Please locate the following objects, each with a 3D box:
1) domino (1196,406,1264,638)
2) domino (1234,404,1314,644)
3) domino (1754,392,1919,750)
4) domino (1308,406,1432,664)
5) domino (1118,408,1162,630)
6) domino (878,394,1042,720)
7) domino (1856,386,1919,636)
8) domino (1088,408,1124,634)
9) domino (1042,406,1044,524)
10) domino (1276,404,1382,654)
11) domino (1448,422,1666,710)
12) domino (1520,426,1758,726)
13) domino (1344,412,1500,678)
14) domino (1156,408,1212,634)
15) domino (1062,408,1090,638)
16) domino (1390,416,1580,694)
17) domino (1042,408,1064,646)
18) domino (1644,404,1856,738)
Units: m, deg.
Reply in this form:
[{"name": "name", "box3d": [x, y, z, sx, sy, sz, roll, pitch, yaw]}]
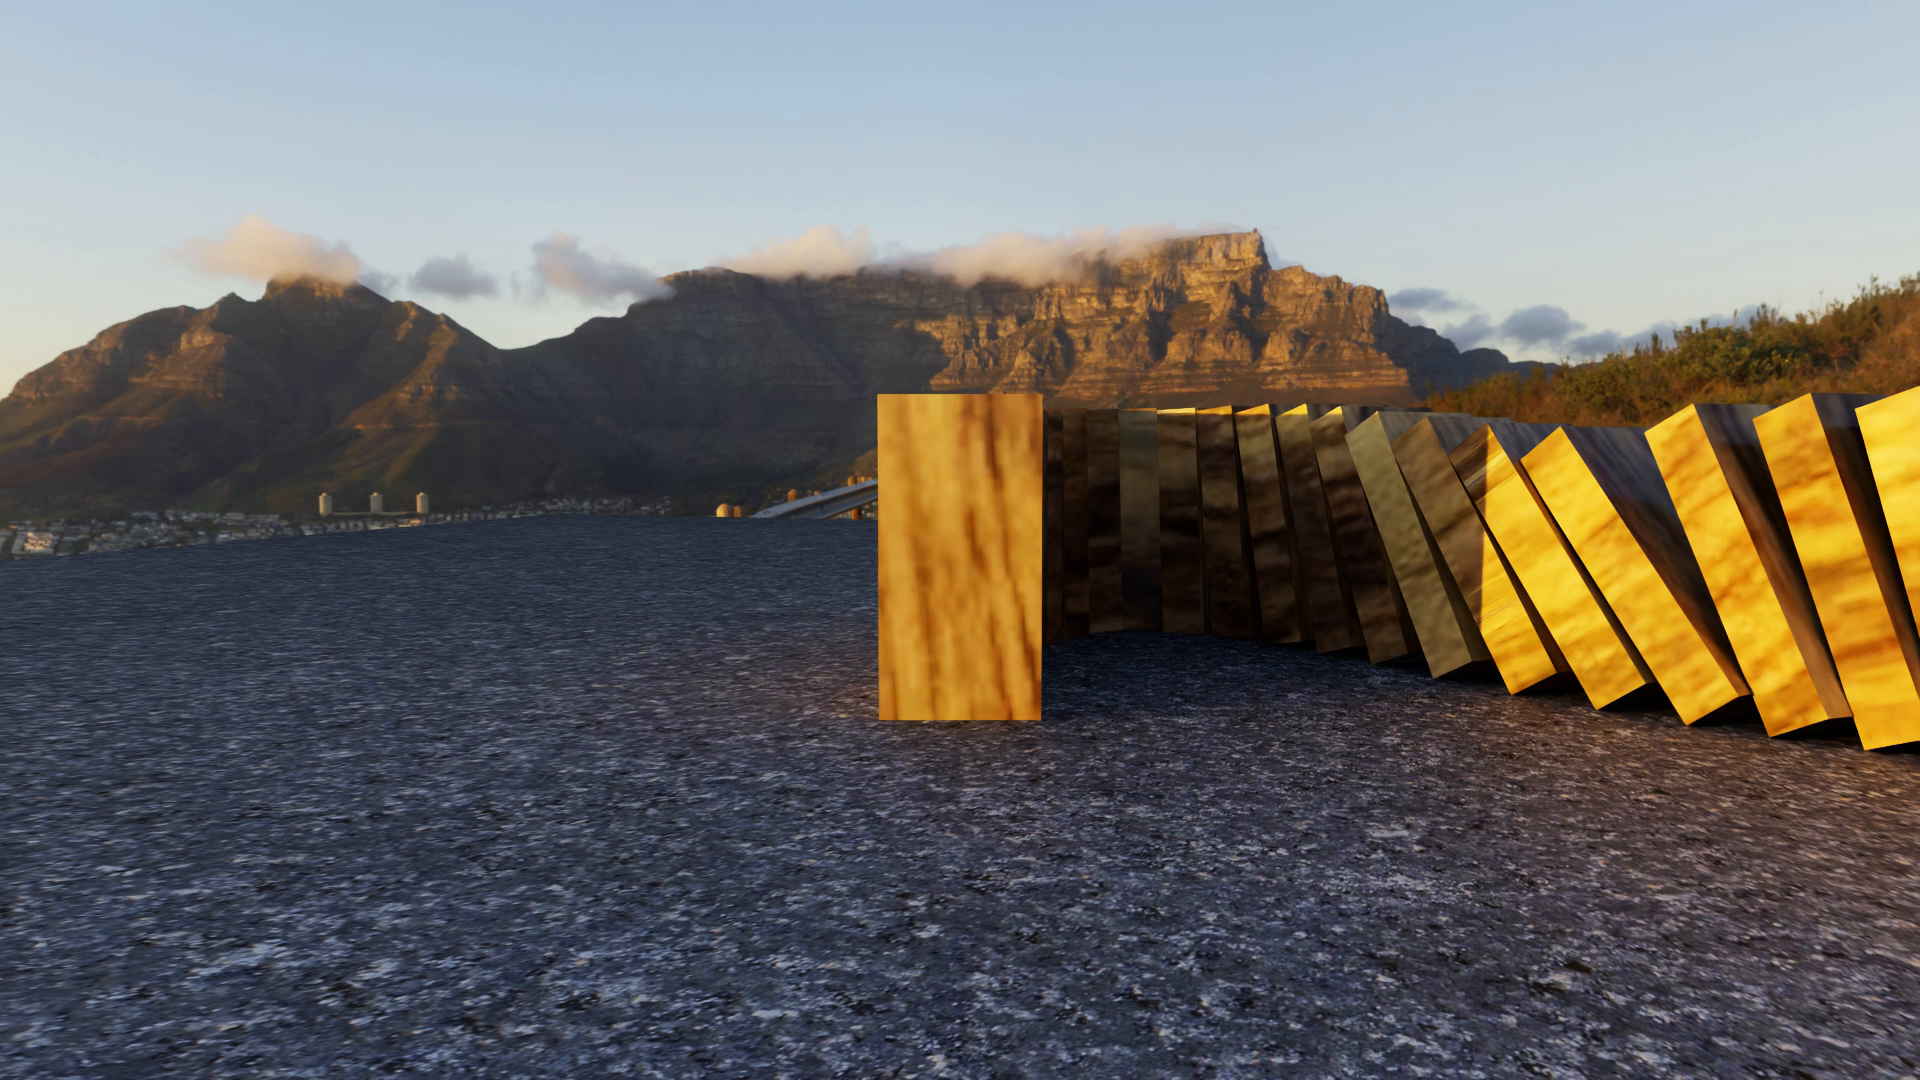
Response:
[{"name": "domino", "box3d": [0.066, -0.004, 0.287, 0.025, 0.050, 0.010, -4, 0, -41]}, {"name": "domino", "box3d": [0.075, -0.004, 0.278, 0.025, 0.050, 0.009, -3, -6, -35]}, {"name": "domino", "box3d": [0.136, 0.004, 0.186, 0.025, 0.050, 0.010, -2, -18, -20]}, {"name": "domino", "box3d": [0.088, -0.002, 0.255, 0.025, 0.050, 0.009, -2, -17, -28]}, {"name": "domino", "box3d": [0.042, -0.005, 0.303, 0.009, 0.050, 0.025, -2, 3, 8]}, {"name": "domino", "box3d": [0.000, 0.002, 0.201, 0.025, 0.050, 0.010, 0, 4, 0]}, {"name": "domino", "box3d": [0.143, 0.004, 0.176, 0.025, 0.050, 0.010, -2, -14, -20]}, {"name": "domino", "box3d": [0.027, -0.005, 0.299, 0.010, 0.050, 0.025, -4, 5, -22]}, {"name": "domino", "box3d": [0.004, -0.002, 0.262, 0.025, 0.050, 0.010, 1, 4, 14]}, {"name": "domino", "box3d": [0.083, -0.003, 0.267, 0.025, 0.050, 0.009, -2, -11, -28]}, {"name": "domino", "box3d": [0.106, 0.003, 0.219, 0.025, 0.050, 0.010, -3, -30, -33]}, {"name": "domino", "box3d": [0.115, 0.004, 0.208, 0.025, 0.050, 0.009, -2, -33, -29]}, {"name": "domino", "box3d": [0.093, 0.000, 0.243, 0.025, 0.050, 0.009, -2, -23, -28]}, {"name": "domino", "box3d": [0.057, -0.005, 0.296, 0.009, 0.050, 0.025, 0, 3, 38]}, {"name": "domino", "box3d": [0.016, -0.004, 0.289, 0.025, 0.050, 0.010, 3, 7, 39]}, {"name": "domino", "box3d": [0.099, 0.002, 0.230, 0.025, 0.050, 0.009, -3, -27, -33]}, {"name": "domino", "box3d": [0.009, -0.003, 0.277, 0.025, 0.050, 0.009, 2, 5, 23]}, {"name": "domino", "box3d": [0.127, 0.004, 0.196, 0.025, 0.050, 0.010, -2, -23, -21]}]
